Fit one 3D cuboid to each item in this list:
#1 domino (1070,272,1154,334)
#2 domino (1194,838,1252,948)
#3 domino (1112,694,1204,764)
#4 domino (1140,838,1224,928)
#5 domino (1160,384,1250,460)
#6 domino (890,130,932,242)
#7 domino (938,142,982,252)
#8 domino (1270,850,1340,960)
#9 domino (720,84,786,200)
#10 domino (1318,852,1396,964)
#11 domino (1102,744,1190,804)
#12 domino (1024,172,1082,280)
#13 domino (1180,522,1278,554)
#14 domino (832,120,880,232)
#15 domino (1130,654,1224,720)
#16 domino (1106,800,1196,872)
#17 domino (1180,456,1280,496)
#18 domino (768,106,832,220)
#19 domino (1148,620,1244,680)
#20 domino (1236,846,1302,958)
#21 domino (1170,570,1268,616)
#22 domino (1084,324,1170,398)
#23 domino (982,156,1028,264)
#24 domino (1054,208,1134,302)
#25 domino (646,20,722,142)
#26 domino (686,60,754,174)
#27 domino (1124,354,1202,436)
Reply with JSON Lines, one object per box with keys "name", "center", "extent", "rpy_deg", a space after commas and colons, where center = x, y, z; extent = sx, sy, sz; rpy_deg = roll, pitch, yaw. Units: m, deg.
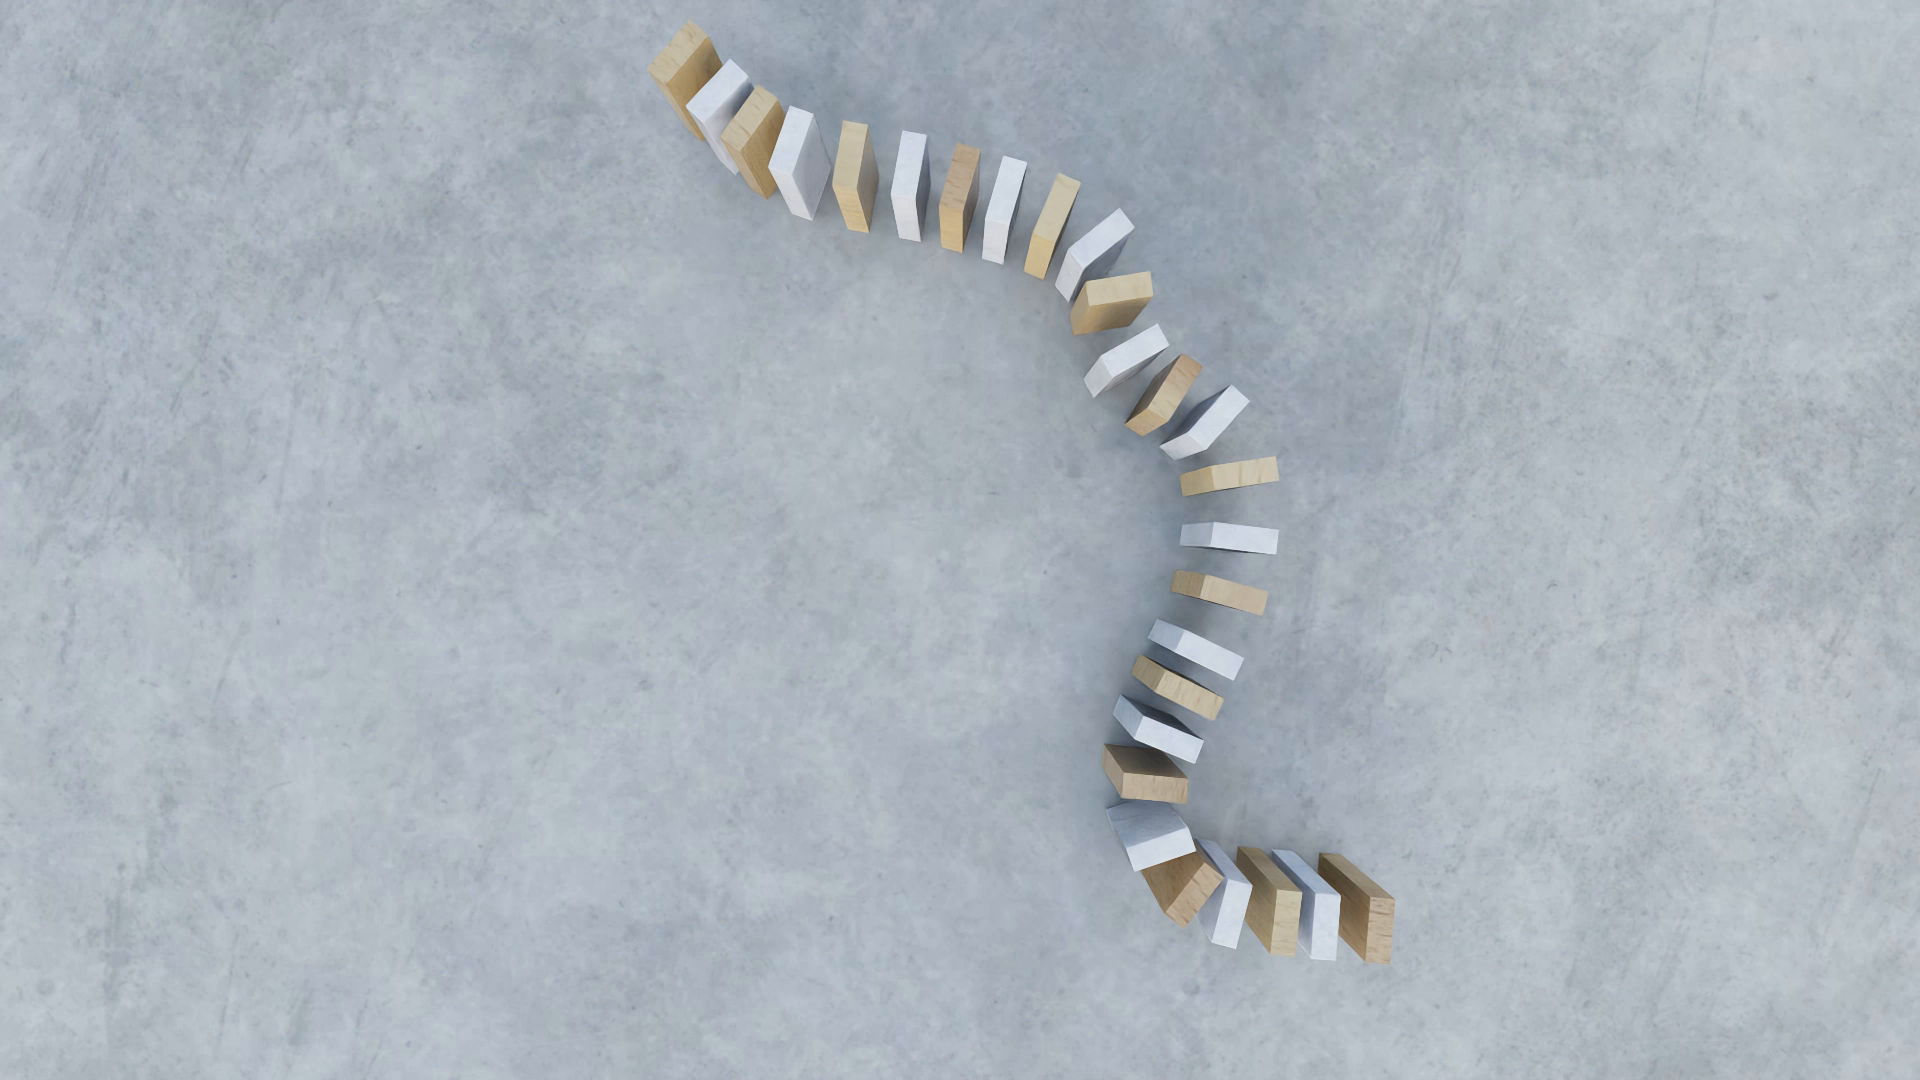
{"name": "domino", "center": [0.061, -0.096, 0.375], "extent": [0.025, 0.050, 0.009], "rpy_deg": [-9, 90, 0]}
{"name": "domino", "center": [0.104, 0.143, 0.375], "extent": [0.009, 0.050, 0.025], "rpy_deg": [15, 90, 0]}
{"name": "domino", "center": [0.080, 0.076, 0.375], "extent": [0.025, 0.050, 0.010], "rpy_deg": [22, 90, 0]}
{"name": "domino", "center": [0.089, 0.136, 0.375], "extent": [0.010, 0.050, 0.025], "rpy_deg": [38, 90, 0]}
{"name": "domino", "center": [0.099, -0.047, 0.375], "extent": [0.009, 0.050, 0.025], "rpy_deg": [42, 90, 0]}
{"name": "domino", "center": [-0.020, -0.143, 0.375], "extent": [0.010, 0.050, 0.025], "rpy_deg": [10, 90, 0]}
{"name": "domino", "center": [0.000, -0.139, 0.375], "extent": [0.010, 0.050, 0.025], "rpy_deg": [16, 90, 0]}
{"name": "domino", "center": [0.140, 0.148, 0.375], "extent": [0.010, 0.050, 0.025], "rpy_deg": [4, 90, 0]}
{"name": "domino", "center": [-0.081, -0.161, 0.375], "extent": [0.009, 0.050, 0.025], "rpy_deg": [36, 90, 0]}
{"name": "domino", "center": [0.161, 0.149, 0.375], "extent": [0.009, 0.050, 0.025], "rpy_deg": [5, 90, 0]}
{"name": "domino", "center": [0.075, 0.095, 0.375], "extent": [0.025, 0.050, 0.010], "rpy_deg": [5, 90, 0]}
{"name": "domino", "center": [0.037, -0.127, 0.375], "extent": [0.010, 0.050, 0.025], "rpy_deg": [23, 90, 0]}
{"name": "domino", "center": [0.109, -0.001, 0.375], "extent": [0.025, 0.050, 0.010], "rpy_deg": [7, 90, 0]}
{"name": "domino", "center": [-0.042, -0.147, 0.375], "extent": [0.010, 0.050, 0.025], "rpy_deg": [10, 90, 0]}
{"name": "domino", "center": [0.088, 0.059, 0.375], "extent": [0.025, 0.050, 0.010], "rpy_deg": [26, 90, 0]}
{"name": "domino", "center": [0.077, 0.118, 0.375], "extent": [0.025, 0.050, 0.009], "rpy_deg": [-19, 90, 0]}
{"name": "domino", "center": [0.109, -0.026, 0.375], "extent": [0.025, 0.050, 0.009], "rpy_deg": [-9, 90, 0]}
{"name": "domino", "center": [-0.065, -0.153, 0.375], "extent": [0.010, 0.050, 0.025], "rpy_deg": [20, 90, 0]}
{"name": "domino", "center": [0.095, 0.044, 0.375], "extent": [0.025, 0.050, 0.009], "rpy_deg": [26, 90, 0]}
{"name": "domino", "center": [0.125, 0.147, 0.375], "extent": [0.009, 0.050, 0.025], "rpy_deg": [7, 90, 0]}
{"name": "domino", "center": [0.105, 0.021, 0.375], "extent": [0.025, 0.050, 0.009], "rpy_deg": [16, 90, 0]}
{"name": "domino", "center": [0.067, -0.072, 0.375], "extent": [0.025, 0.050, 0.009], "rpy_deg": [-29, 90, 0]}
{"name": "domino", "center": [0.018, -0.134, 0.375], "extent": [0.009, 0.050, 0.025], "rpy_deg": [16, 90, 0]}
{"name": "domino", "center": [0.054, -0.115, 0.375], "extent": [0.025, 0.050, 0.009], "rpy_deg": [-38, 90, 0]}
{"name": "domino", "center": [-0.108, -0.186, 0.375], "extent": [0.009, 0.050, 0.025], "rpy_deg": [41, 90, 0]}
{"name": "domino", "center": [-0.093, -0.172, 0.375], "extent": [0.009, 0.050, 0.025], "rpy_deg": [43, 90, 0]}
{"name": "domino", "center": [0.082, -0.058, 0.375], "extent": [0.009, 0.050, 0.025], "rpy_deg": [32, 90, 0]}
